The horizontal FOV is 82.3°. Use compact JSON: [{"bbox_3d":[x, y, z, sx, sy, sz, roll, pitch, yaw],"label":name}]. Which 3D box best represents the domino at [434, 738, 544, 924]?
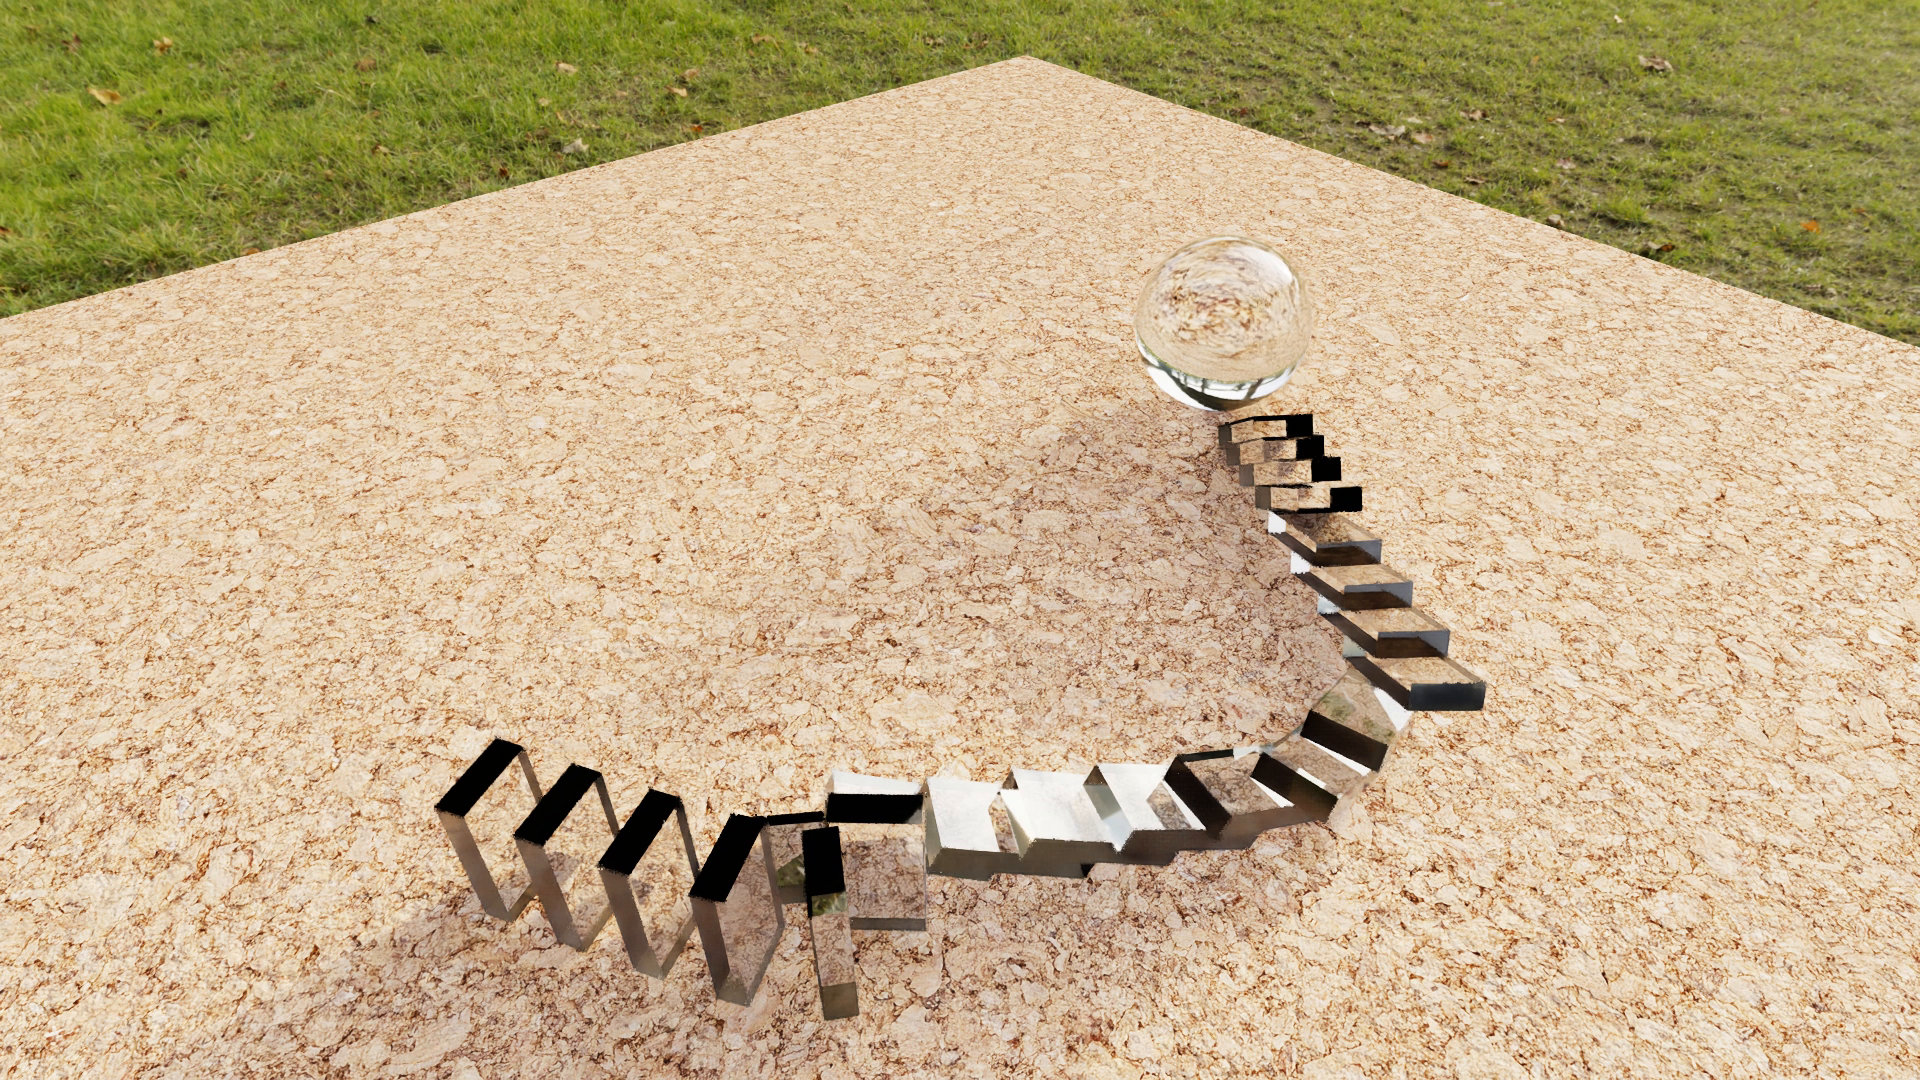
[{"bbox_3d":[-0.129,0.083,0.311,0.010,0.050,0.025,13,41,15],"label":"domino"}]

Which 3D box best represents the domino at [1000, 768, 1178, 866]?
[{"bbox_3d":[0.039,0.083,0.328,0.050,0.009,0.025,10,35,-23],"label":"domino"}]

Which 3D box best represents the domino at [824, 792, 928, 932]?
[{"bbox_3d":[-0.022,0.089,0.302,0.025,0.050,0.009,1,39,1],"label":"domino"}]

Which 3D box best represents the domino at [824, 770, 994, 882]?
[{"bbox_3d":[-0.014,0.085,0.325,0.050,0.010,0.025,13,36,-19],"label":"domino"}]

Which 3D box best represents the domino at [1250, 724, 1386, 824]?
[{"bbox_3d":[0.113,0.070,0.343,0.025,0.010,0.050,31,25,31],"label":"domino"}]

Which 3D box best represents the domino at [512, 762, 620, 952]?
[{"bbox_3d":[-0.105,0.088,0.304,0.010,0.050,0.025,13,41,16],"label":"domino"}]

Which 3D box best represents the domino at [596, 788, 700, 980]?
[{"bbox_3d":[-0.082,0.094,0.297,0.009,0.050,0.025,13,41,15],"label":"domino"}]

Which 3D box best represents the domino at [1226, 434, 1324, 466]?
[{"bbox_3d":[0.133,-0.038,0.467,0.025,0.009,0.050,-3,2,-3],"label":"domino"}]

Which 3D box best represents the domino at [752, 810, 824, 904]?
[{"bbox_3d":[-0.040,0.094,0.329,0.050,0.010,0.025,-4,39,-5],"label":"domino"}]

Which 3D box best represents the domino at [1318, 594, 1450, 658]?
[{"bbox_3d":[0.150,0.029,0.392,0.025,0.010,0.050,-1,14,-4],"label":"domino"}]

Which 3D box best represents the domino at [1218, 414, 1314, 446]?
[{"bbox_3d":[0.132,-0.047,0.479,0.025,0.010,0.050,-3,2,-3],"label":"domino"}]

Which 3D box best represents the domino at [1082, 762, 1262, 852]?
[{"bbox_3d":[0.064,0.080,0.330,0.050,0.009,0.025,8,33,-29],"label":"domino"}]

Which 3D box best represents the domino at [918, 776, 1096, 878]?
[{"bbox_3d":[0.014,0.085,0.325,0.050,0.010,0.025,11,35,-22],"label":"domino"}]

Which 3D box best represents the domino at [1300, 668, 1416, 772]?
[{"bbox_3d":[0.131,0.058,0.358,0.025,0.010,0.050,25,22,27],"label":"domino"}]

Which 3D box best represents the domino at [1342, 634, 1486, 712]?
[{"bbox_3d":[0.153,0.044,0.373,0.025,0.009,0.050,1,14,-5],"label":"domino"}]

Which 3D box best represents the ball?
[{"bbox_3d":[0.121,-0.100,0.510,0.080,0.080,0.080,0,39,0],"label":"ball"}]

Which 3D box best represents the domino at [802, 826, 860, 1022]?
[{"bbox_3d":[-0.034,0.101,0.288,0.009,0.050,0.025,-6,40,-8],"label":"domino"}]

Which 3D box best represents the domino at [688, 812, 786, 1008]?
[{"bbox_3d":[-0.058,0.098,0.291,0.010,0.050,0.025,10,40,12],"label":"domino"}]

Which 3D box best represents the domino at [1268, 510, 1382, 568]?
[{"bbox_3d":[0.142,-0.002,0.430,0.025,0.009,0.050,-3,16,-4],"label":"domino"}]

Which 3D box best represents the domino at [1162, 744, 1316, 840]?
[{"bbox_3d":[0.089,0.076,0.335,0.050,0.010,0.025,3,32,-37],"label":"domino"}]

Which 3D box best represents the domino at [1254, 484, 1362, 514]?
[{"bbox_3d":[0.139,-0.017,0.443,0.025,0.009,0.050,-3,4,-3],"label":"domino"}]

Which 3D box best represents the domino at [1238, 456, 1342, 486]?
[{"bbox_3d":[0.136,-0.028,0.455,0.025,0.009,0.050,-3,2,-3],"label":"domino"}]

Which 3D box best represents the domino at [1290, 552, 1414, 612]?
[{"bbox_3d":[0.145,0.014,0.411,0.025,0.009,0.050,-3,14,-4],"label":"domino"}]
